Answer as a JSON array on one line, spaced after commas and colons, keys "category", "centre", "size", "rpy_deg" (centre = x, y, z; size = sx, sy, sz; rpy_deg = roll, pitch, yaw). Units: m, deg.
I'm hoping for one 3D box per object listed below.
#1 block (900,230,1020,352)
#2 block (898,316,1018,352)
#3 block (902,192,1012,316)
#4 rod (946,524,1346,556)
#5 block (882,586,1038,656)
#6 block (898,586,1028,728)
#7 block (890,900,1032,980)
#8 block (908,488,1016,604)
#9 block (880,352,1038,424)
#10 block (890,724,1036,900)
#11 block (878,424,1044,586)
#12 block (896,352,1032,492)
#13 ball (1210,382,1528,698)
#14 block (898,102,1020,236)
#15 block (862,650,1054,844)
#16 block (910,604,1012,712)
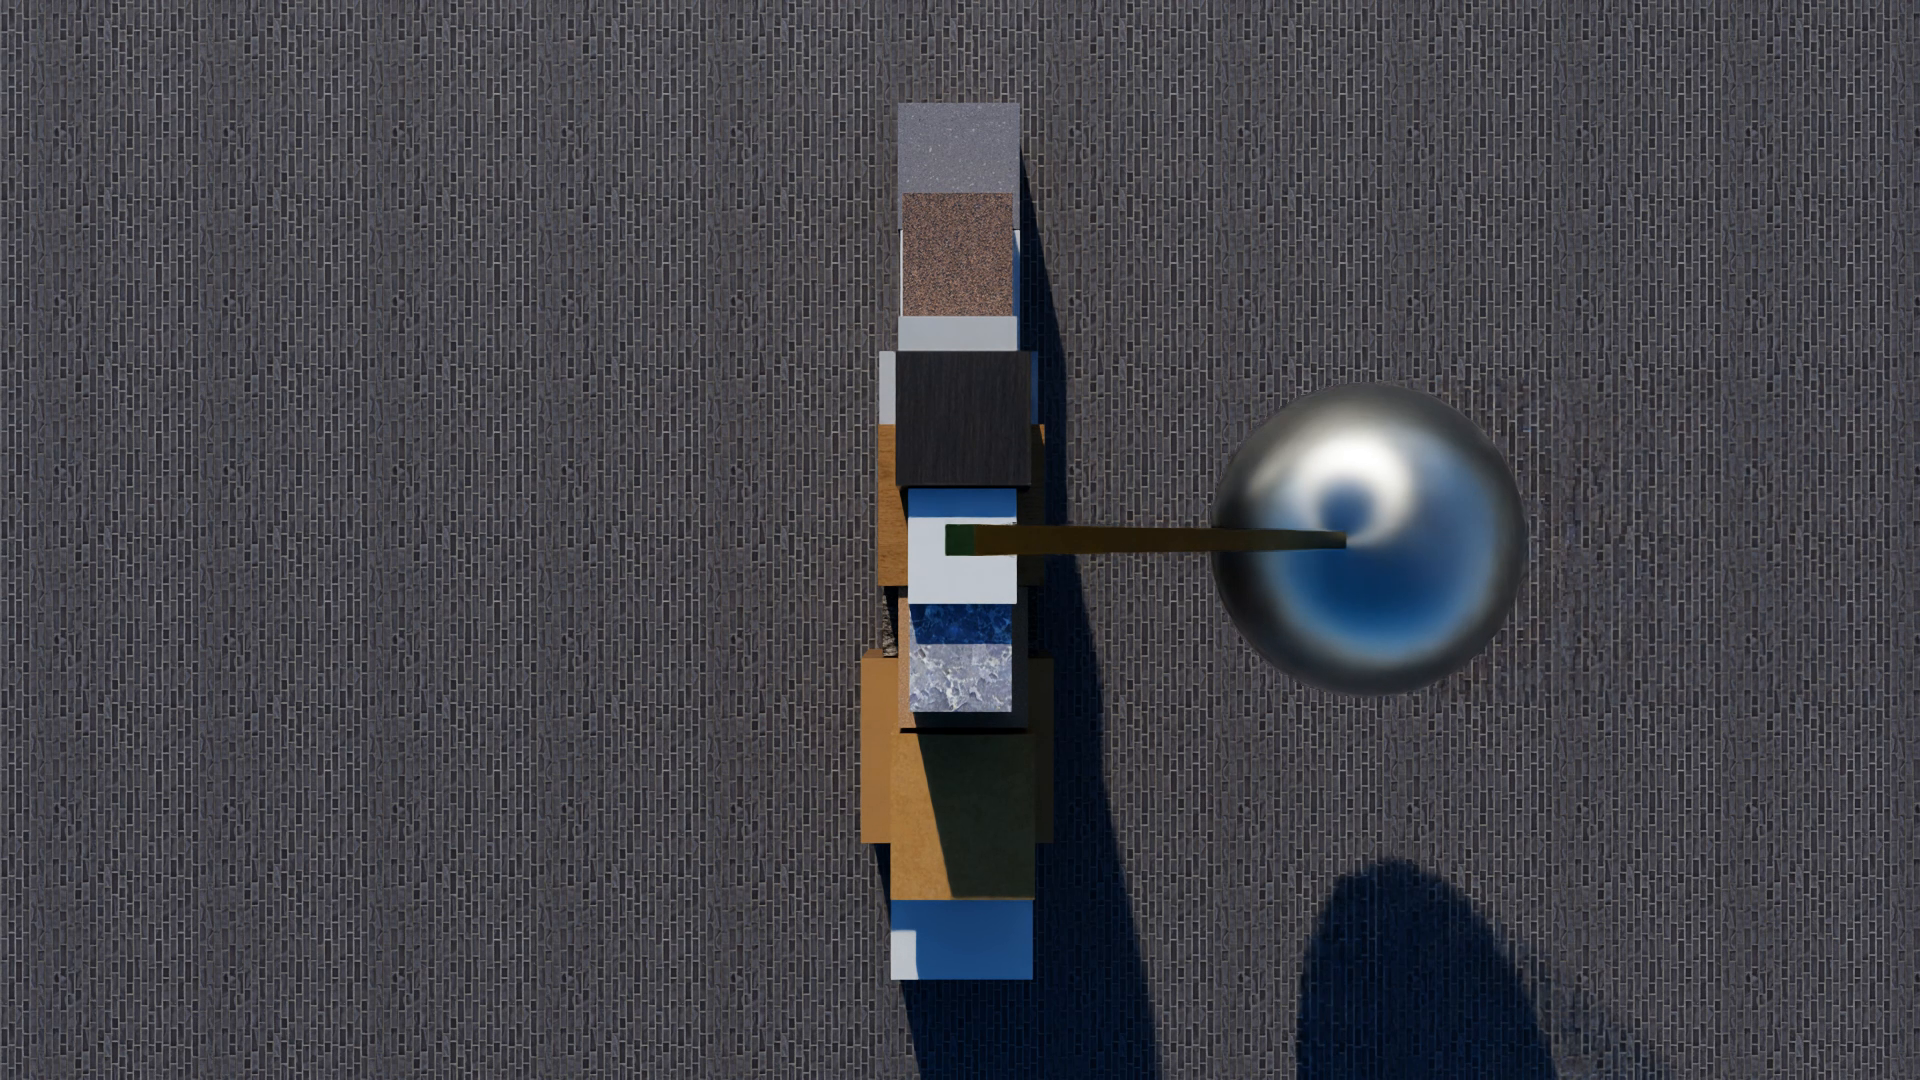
[{"category": "block", "centre": [0.001, -1.388, 12.647], "size": [0.667, 0.707, 0.687], "rpy_deg": [0, 90, 0]}, {"category": "block", "centre": [-0.012, -0.878, 11.760], "size": [0.618, 0.596, 0.572], "rpy_deg": [0, 90, 0]}, {"category": "block", "centre": [-0.013, -1.509, 11.993], "size": [0.586, 0.600, 0.674], "rpy_deg": [0, 90, 0]}, {"category": "rod", "centre": [0.899, 0.000, 8.027], "size": [0.080, 5.200, 0.080], "rpy_deg": [0, 90, 20]}, {"category": "block", "centre": [0.001, 0.199, 12.525], "size": [0.849, 0.951, 0.872], "rpy_deg": [0, 90, 0]}, {"category": "block", "centre": [0.017, 0.615, 11.672], "size": [0.670, 0.651, 0.726], "rpy_deg": [0, 88, 0]}, {"category": "block", "centre": [0.010, 2.056, 12.625], "size": [0.790, 0.749, 0.785], "rpy_deg": [0, 90, 0]}, {"category": "block", "centre": [0.012, 0.036, 11.024], "size": [0.529, 0.613, 0.563], "rpy_deg": [0, 89, 0]}, {"category": "block", "centre": [-0.007, -0.641, 12.529], "size": [0.869, 0.941, 0.788], "rpy_deg": [0, 90, 0]}, {"category": "block", "centre": [0.014, 1.423, 11.638], "size": [0.741, 0.717, 0.847], "rpy_deg": [0, 90, 0]}, {"category": "block", "centre": [0.007, -0.172, 11.692], "size": [0.857, 0.712, 0.833], "rpy_deg": [0, 89, 0]}, {"category": "block", "centre": [0.016, -0.582, 10.999], "size": [0.658, 0.692, 0.652], "rpy_deg": [0, 89, 0]}, {"category": "ball", "centre": [2.074, 0.000, 11.217], "size": [1.600, 1.600, 1.600], "rpy_deg": [0, 90, 0]}, {"category": "block", "centre": [-0.007, -2.095, 12.658], "size": [0.683, 0.684, 0.707], "rpy_deg": [0, 90, 0]}, {"category": "block", "centre": [-0.014, 1.149, 12.498], "size": [1.051, 1.003, 1.008], "rpy_deg": [0, 90, 0]}, {"category": "block", "centre": [0.003, 0.587, 11.077], "size": [0.504, 0.542, 0.530], "rpy_deg": [0, 88, 0]}]
